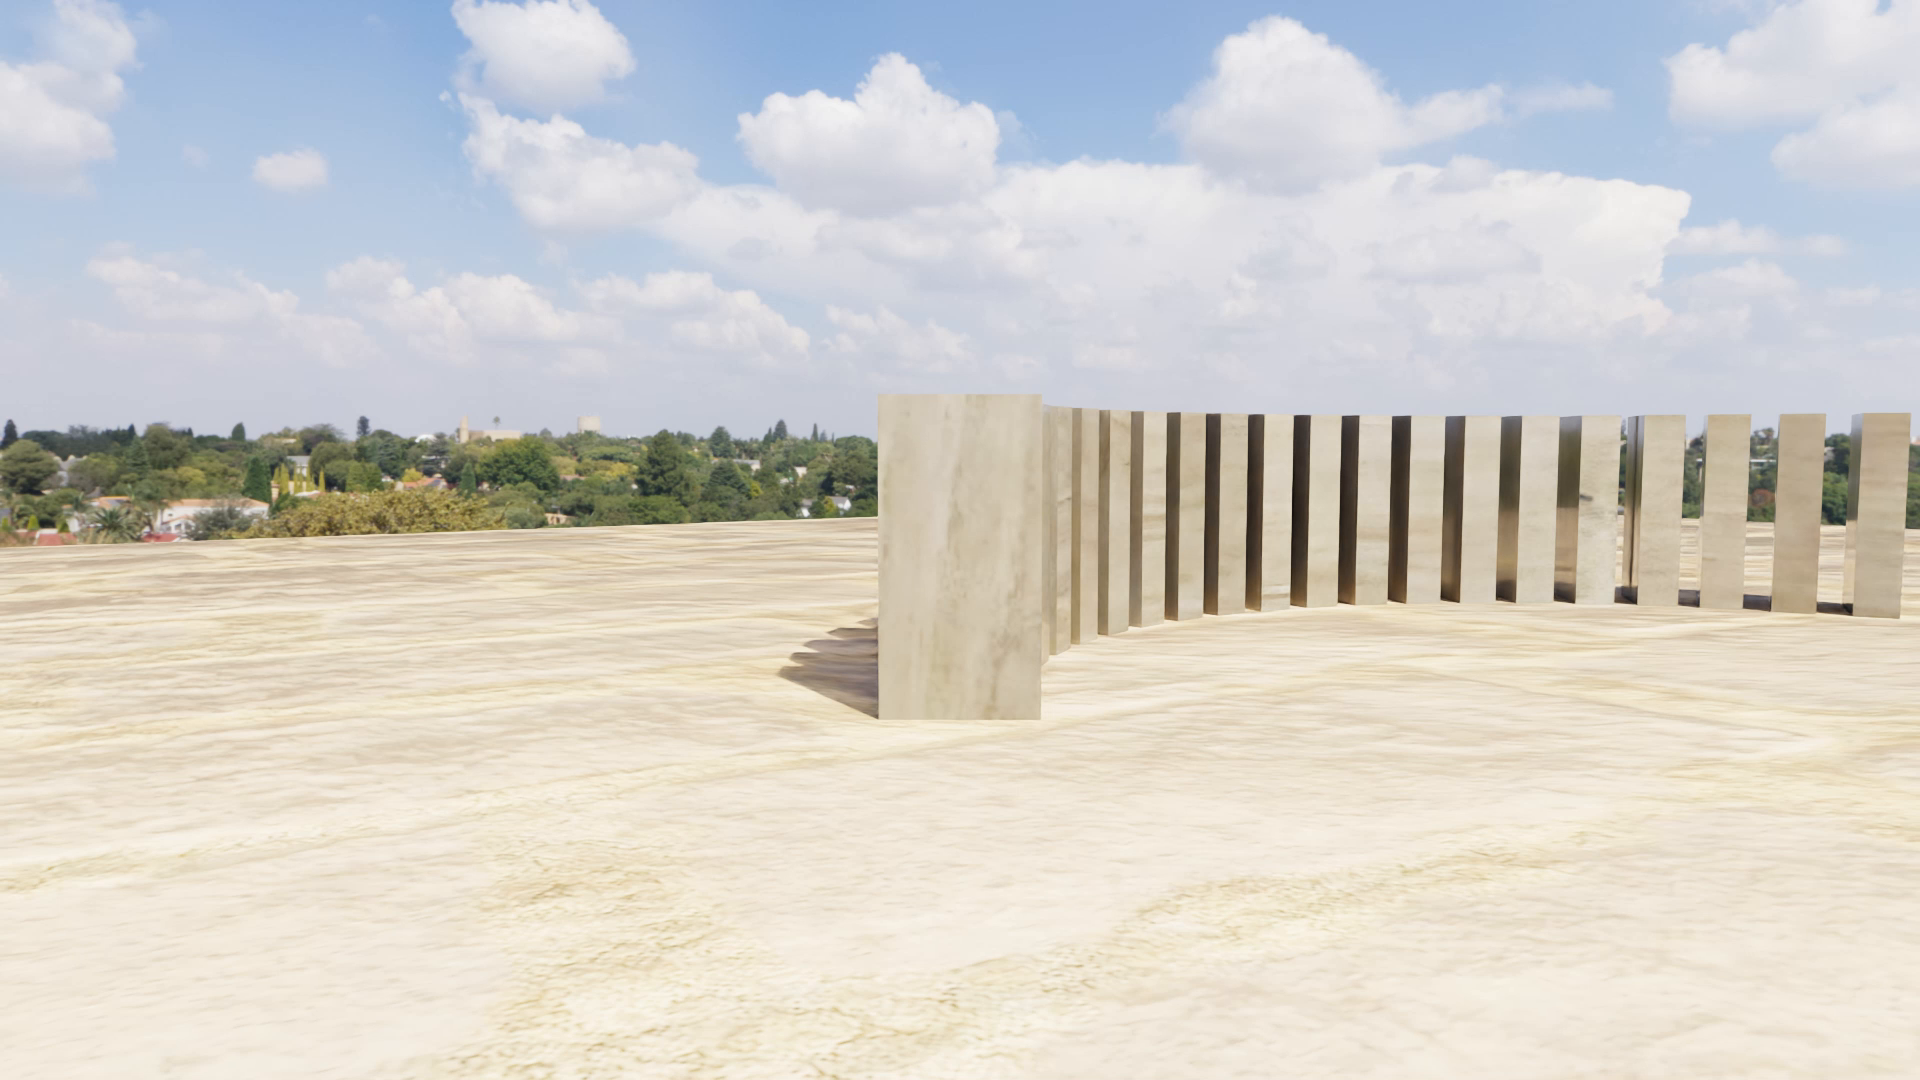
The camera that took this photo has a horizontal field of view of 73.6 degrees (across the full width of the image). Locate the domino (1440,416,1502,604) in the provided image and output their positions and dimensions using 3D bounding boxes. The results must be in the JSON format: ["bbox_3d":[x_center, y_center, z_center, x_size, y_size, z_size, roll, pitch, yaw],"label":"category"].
[{"bbox_3d":[0.138,-0.009,0.354,0.010,0.050,0.025,0,4,-2],"label":"domino"}]

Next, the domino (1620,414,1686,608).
[{"bbox_3d":[0.187,-0.008,0.346,0.009,0.050,0.025,1,5,18],"label":"domino"}]

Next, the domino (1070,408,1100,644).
[{"bbox_3d":[0.017,-0.003,0.280,0.025,0.050,0.009,2,5,29],"label":"domino"}]

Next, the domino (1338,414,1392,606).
[{"bbox_3d":[0.105,-0.009,0.349,0.010,0.050,0.025,-1,4,-14],"label":"domino"}]

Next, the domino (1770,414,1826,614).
[{"bbox_3d":[0.216,-0.007,0.332,0.009,0.050,0.025,3,5,31],"label":"domino"}]

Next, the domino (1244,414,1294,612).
[{"bbox_3d":[0.075,-0.008,0.337,0.010,0.050,0.025,-2,5,-28],"label":"domino"}]

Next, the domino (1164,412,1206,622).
[{"bbox_3d":[0.048,-0.006,0.318,0.010,0.050,0.025,-4,6,-41],"label":"domino"}]

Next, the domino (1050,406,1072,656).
[{"bbox_3d":[0.010,-0.002,0.265,0.025,0.050,0.010,2,5,22],"label":"domino"}]

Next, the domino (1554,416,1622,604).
[{"bbox_3d":[0.171,-0.009,0.351,0.010,0.050,0.025,1,4,12],"label":"domino"}]

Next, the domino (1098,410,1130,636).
[{"bbox_3d":[0.026,-0.005,0.294,0.025,0.050,0.009,3,5,36],"label":"domino"}]

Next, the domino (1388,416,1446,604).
[{"bbox_3d":[0.122,-0.009,0.352,0.010,0.050,0.025,-1,4,-8],"label":"domino"}]

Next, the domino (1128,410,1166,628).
[{"bbox_3d":[0.036,-0.005,0.307,0.025,0.050,0.010,4,6,42],"label":"domino"}]

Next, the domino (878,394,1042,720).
[{"bbox_3d":[0.000,0.002,0.201,0.025,0.050,0.009,0,4,0],"label":"domino"}]

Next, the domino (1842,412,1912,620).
[{"bbox_3d":[0.230,-0.007,0.323,0.010,0.050,0.025,2,5,29],"label":"domino"}]

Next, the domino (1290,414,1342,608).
[{"bbox_3d":[0.090,-0.008,0.344,0.010,0.050,0.025,-2,5,-21],"label":"domino"}]

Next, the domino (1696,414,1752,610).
[{"bbox_3d":[0.202,-0.008,0.340,0.010,0.050,0.025,2,5,28],"label":"domino"}]

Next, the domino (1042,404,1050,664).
[{"bbox_3d":[0.004,-0.001,0.250,0.025,0.050,0.010,1,4,16],"label":"domino"}]

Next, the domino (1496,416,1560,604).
[{"bbox_3d":[0.155,-0.009,0.353,0.010,0.050,0.025,0,4,5],"label":"domino"}]

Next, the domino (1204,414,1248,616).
[{"bbox_3d":[0.061,-0.007,0.329,0.010,0.050,0.025,-3,5,-34],"label":"domino"}]
